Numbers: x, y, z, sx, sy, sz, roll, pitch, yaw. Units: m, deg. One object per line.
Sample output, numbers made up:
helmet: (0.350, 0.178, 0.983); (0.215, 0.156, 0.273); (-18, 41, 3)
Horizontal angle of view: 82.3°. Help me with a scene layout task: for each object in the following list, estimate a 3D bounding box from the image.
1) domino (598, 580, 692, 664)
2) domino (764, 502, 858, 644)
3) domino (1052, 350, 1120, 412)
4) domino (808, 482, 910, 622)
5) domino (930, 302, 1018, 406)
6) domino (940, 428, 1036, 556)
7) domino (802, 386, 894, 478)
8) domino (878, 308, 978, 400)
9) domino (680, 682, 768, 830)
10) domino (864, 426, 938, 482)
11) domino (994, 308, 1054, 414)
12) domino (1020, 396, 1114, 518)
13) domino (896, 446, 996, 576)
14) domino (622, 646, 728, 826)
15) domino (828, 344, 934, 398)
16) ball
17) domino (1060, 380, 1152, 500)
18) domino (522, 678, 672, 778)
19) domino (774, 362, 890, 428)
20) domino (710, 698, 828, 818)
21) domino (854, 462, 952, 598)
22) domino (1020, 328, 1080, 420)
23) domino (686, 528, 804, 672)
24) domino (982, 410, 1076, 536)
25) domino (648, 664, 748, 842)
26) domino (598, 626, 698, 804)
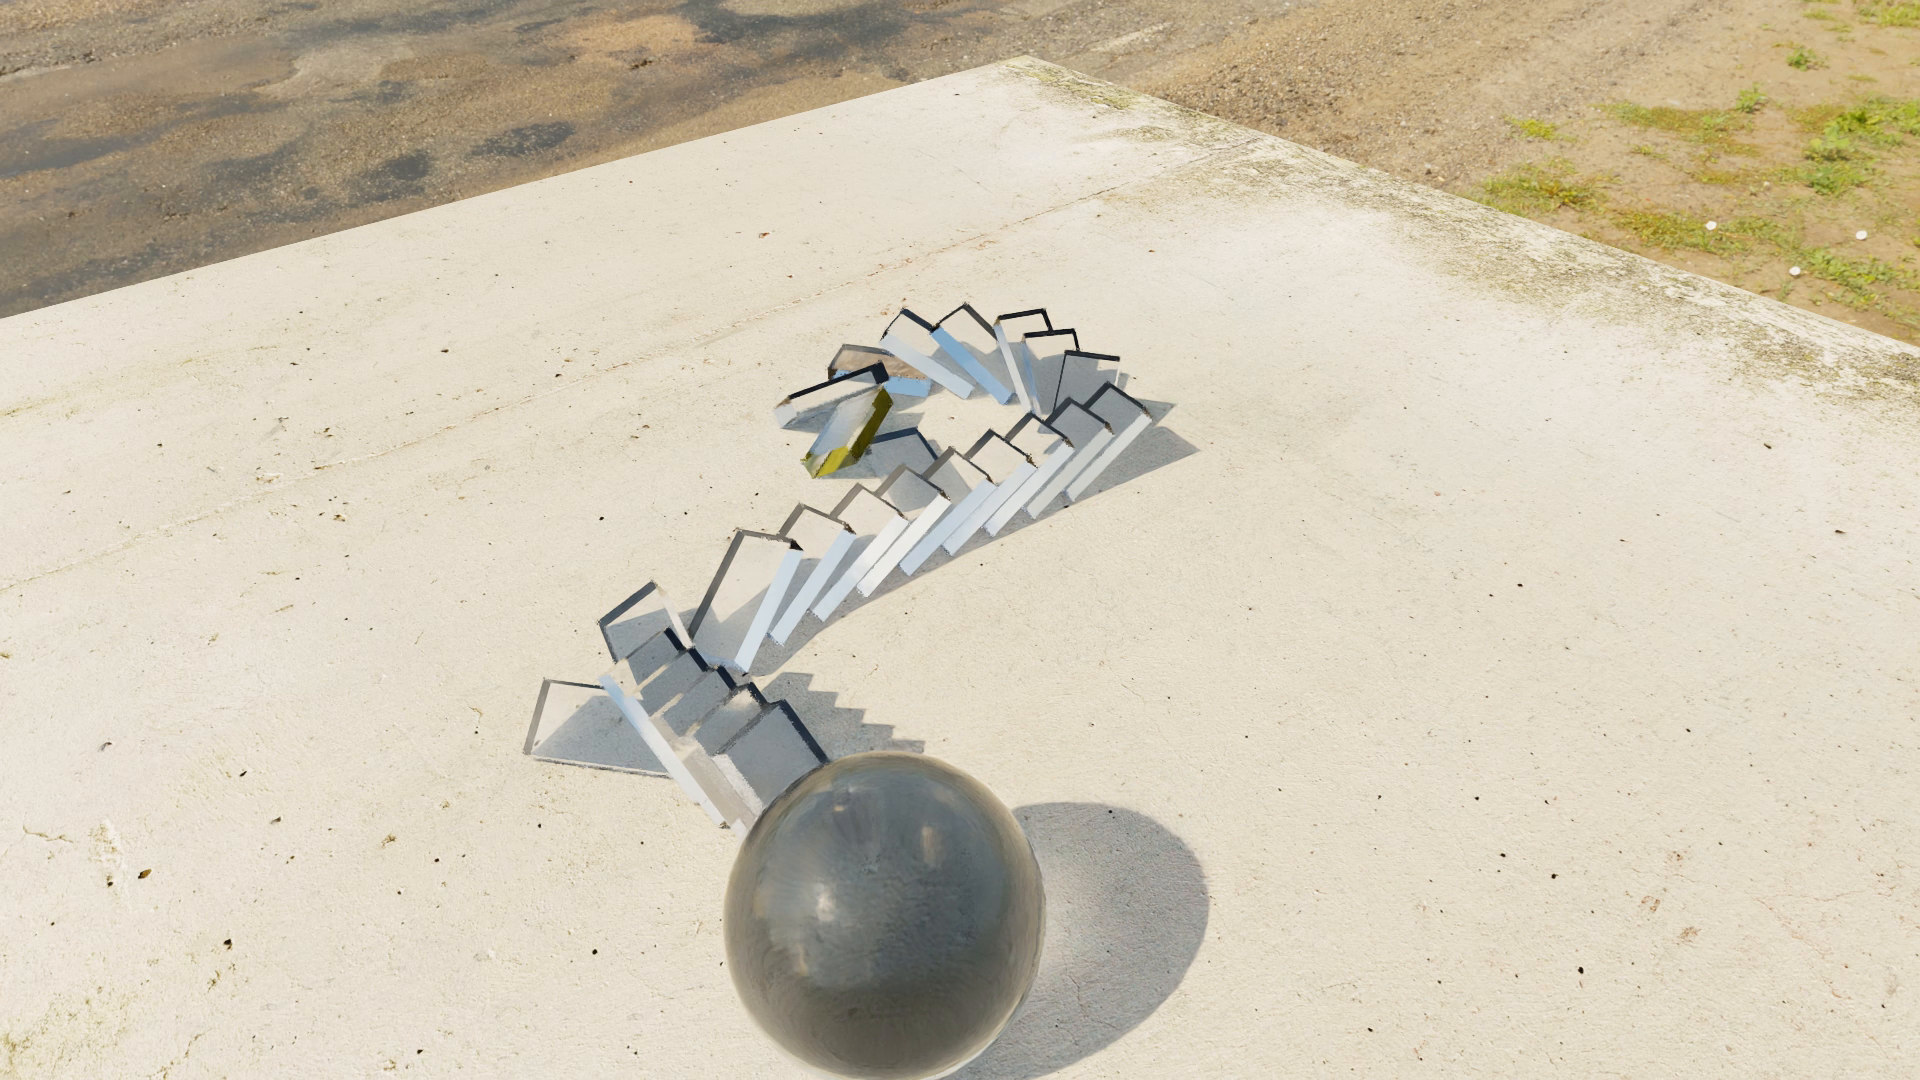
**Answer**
domino: (-0.109, 0.039, 0.388); (0.025, 0.010, 0.050); (-37, 47, -3)
domino: (-0.063, 0.012, 0.411); (0.025, 0.010, 0.050); (22, 70, 31)
domino: (0.056, -0.060, 0.495); (0.025, 0.009, 0.050); (10, 75, 11)
domino: (-0.046, 0.004, 0.421); (0.025, 0.009, 0.050); (33, 77, 34)
domino: (0.012, -0.091, 0.536); (0.050, 0.010, 0.025); (44, 50, 4)
domino: (0.005, -0.020, 0.450); (0.050, 0.009, 0.025); (-46, 52, -6)
domino: (-0.050, -0.049, 0.494); (0.025, 0.010, 0.050); (-16, 31, 30)
domino: (-0.012, -0.091, 0.539); (0.050, 0.009, 0.025); (32, 43, -3)
domino: (-0.059, 0.071, 0.330); (0.009, 0.050, 0.025); (-21, 16, 48)
domino: (-0.022, -0.030, 0.480); (0.025, 0.010, 0.050); (-15, 42, -17)
domino: (0.036, -0.086, 0.528); (0.025, 0.010, 0.050); (-13, 73, -18)
domino: (0.039, -0.035, 0.467); (0.050, 0.010, 0.025); (-46, 54, -5)
domino: (-0.012, -0.012, 0.440); (0.050, 0.010, 0.025); (-45, 52, -7)
domino: (-0.079, 0.061, 0.342); (0.010, 0.050, 0.025); (-21, 16, 48)
domino: (-0.038, -0.085, 0.547); (0.050, 0.010, 0.025); (9, 40, 10)
ball: (-0.018, 0.093, 0.274); (0.080, 0.080, 0.080); (0, 39, 0)
domino: (0.056, -0.043, 0.476); (0.050, 0.010, 0.025); (-45, 56, -5)
domino: (-0.114, 0.062, 0.360); (0.050, 0.009, 0.025); (6, 68, 7)
domino: (-0.060, -0.068, 0.515); (0.050, 0.009, 0.025); (-25, 2, -27)
domino: (-0.048, 0.075, 0.325); (0.009, 0.050, 0.025); (-21, 16, 48)
domino: (-0.030, -0.004, 0.431); (0.025, 0.009, 0.050); (35, 79, 35)
domino: (0.046, -0.074, 0.514); (0.025, 0.009, 0.050); (-7, 72, -10)
domino: (-0.079, 0.021, 0.399); (0.025, 0.010, 0.050); (9, 63, 27)
domino: (0.021, -0.028, 0.459); (0.050, 0.010, 0.025); (-46, 52, -5)
domino: (-0.069, 0.066, 0.336); (0.009, 0.050, 0.025); (-21, 16, 48)
domino: (-0.088, 0.056, 0.349); (0.010, 0.050, 0.025); (-22, 16, 49)
